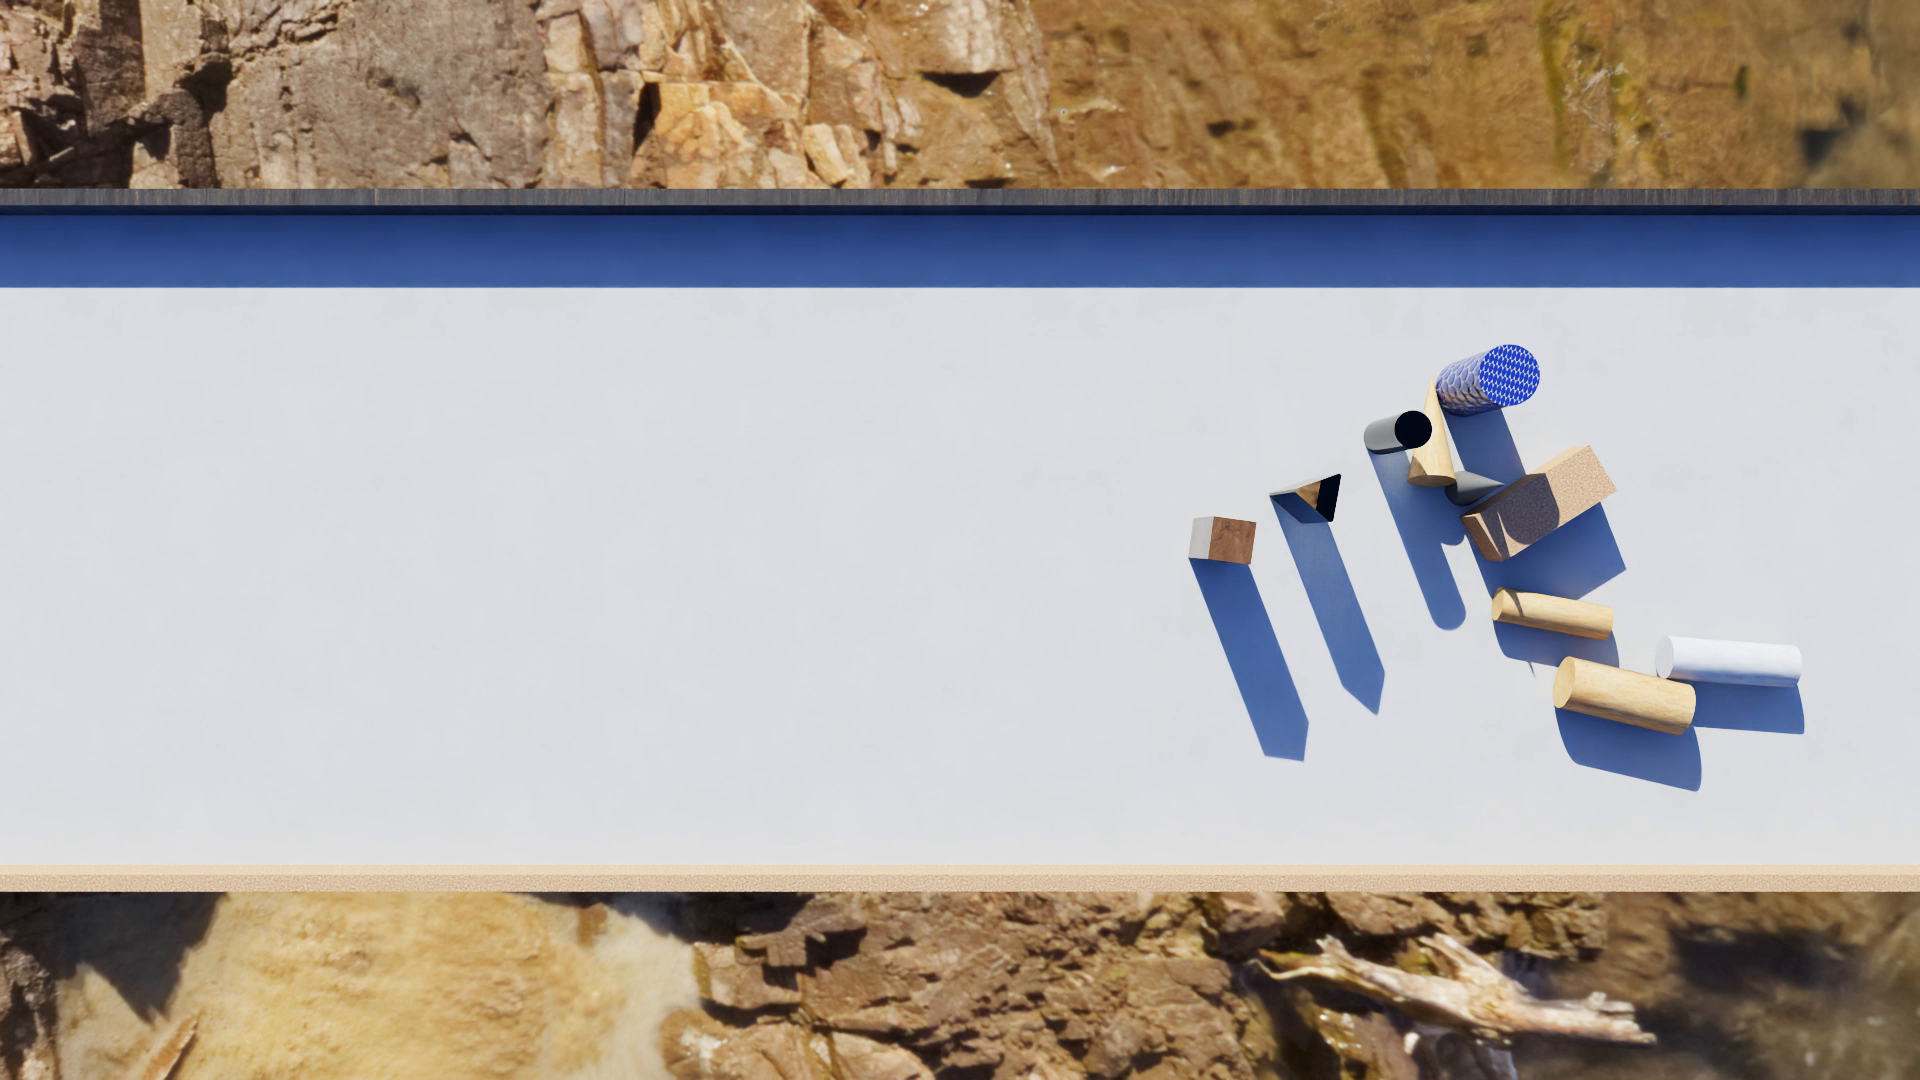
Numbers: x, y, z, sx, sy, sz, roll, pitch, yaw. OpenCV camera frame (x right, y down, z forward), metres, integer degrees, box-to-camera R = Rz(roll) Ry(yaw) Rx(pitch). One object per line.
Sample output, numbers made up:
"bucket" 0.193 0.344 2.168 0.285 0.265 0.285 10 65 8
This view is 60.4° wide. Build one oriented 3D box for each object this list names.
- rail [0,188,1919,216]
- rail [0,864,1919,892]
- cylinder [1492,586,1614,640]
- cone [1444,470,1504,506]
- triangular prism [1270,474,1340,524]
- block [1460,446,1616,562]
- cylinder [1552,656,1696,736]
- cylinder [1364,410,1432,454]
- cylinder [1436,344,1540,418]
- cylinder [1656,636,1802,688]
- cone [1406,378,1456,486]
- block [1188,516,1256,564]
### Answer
"rail" -2.247 -1.025 5.002 12.000 0.150 0.050 0 90 0
"rail" -2.247 1.025 5.001 12.000 0.150 0.050 0 90 0
"cylinder" 1.803 0.223 5.024 0.337 0.104 0.104 10 90 0
"cone" 1.547 -0.159 4.878 0.110 0.397 0.110 0 90 0
"triangular prism" 1.042 -0.141 4.880 0.138 0.394 0.120 40 90 0
"block" 1.748 -0.110 4.997 0.401 0.160 0.160 -32 90 0
"cylinder" 2.009 0.472 4.997 0.369 0.160 0.160 13 90 0
"cylinder" 1.296 -0.316 4.896 0.109 0.361 0.109 0 90 0
"cylinder" 1.550 -0.465 4.865 0.174 0.423 0.174 0 90 0
"cylinder" 2.333 0.370 5.011 0.385 0.131 0.131 4 90 0
"cone" 1.442 -0.346 5.041 0.146 0.146 0.341 4 78 0
"block" 0.771 0.001 4.873 0.122 0.408 0.122 8 90 0
